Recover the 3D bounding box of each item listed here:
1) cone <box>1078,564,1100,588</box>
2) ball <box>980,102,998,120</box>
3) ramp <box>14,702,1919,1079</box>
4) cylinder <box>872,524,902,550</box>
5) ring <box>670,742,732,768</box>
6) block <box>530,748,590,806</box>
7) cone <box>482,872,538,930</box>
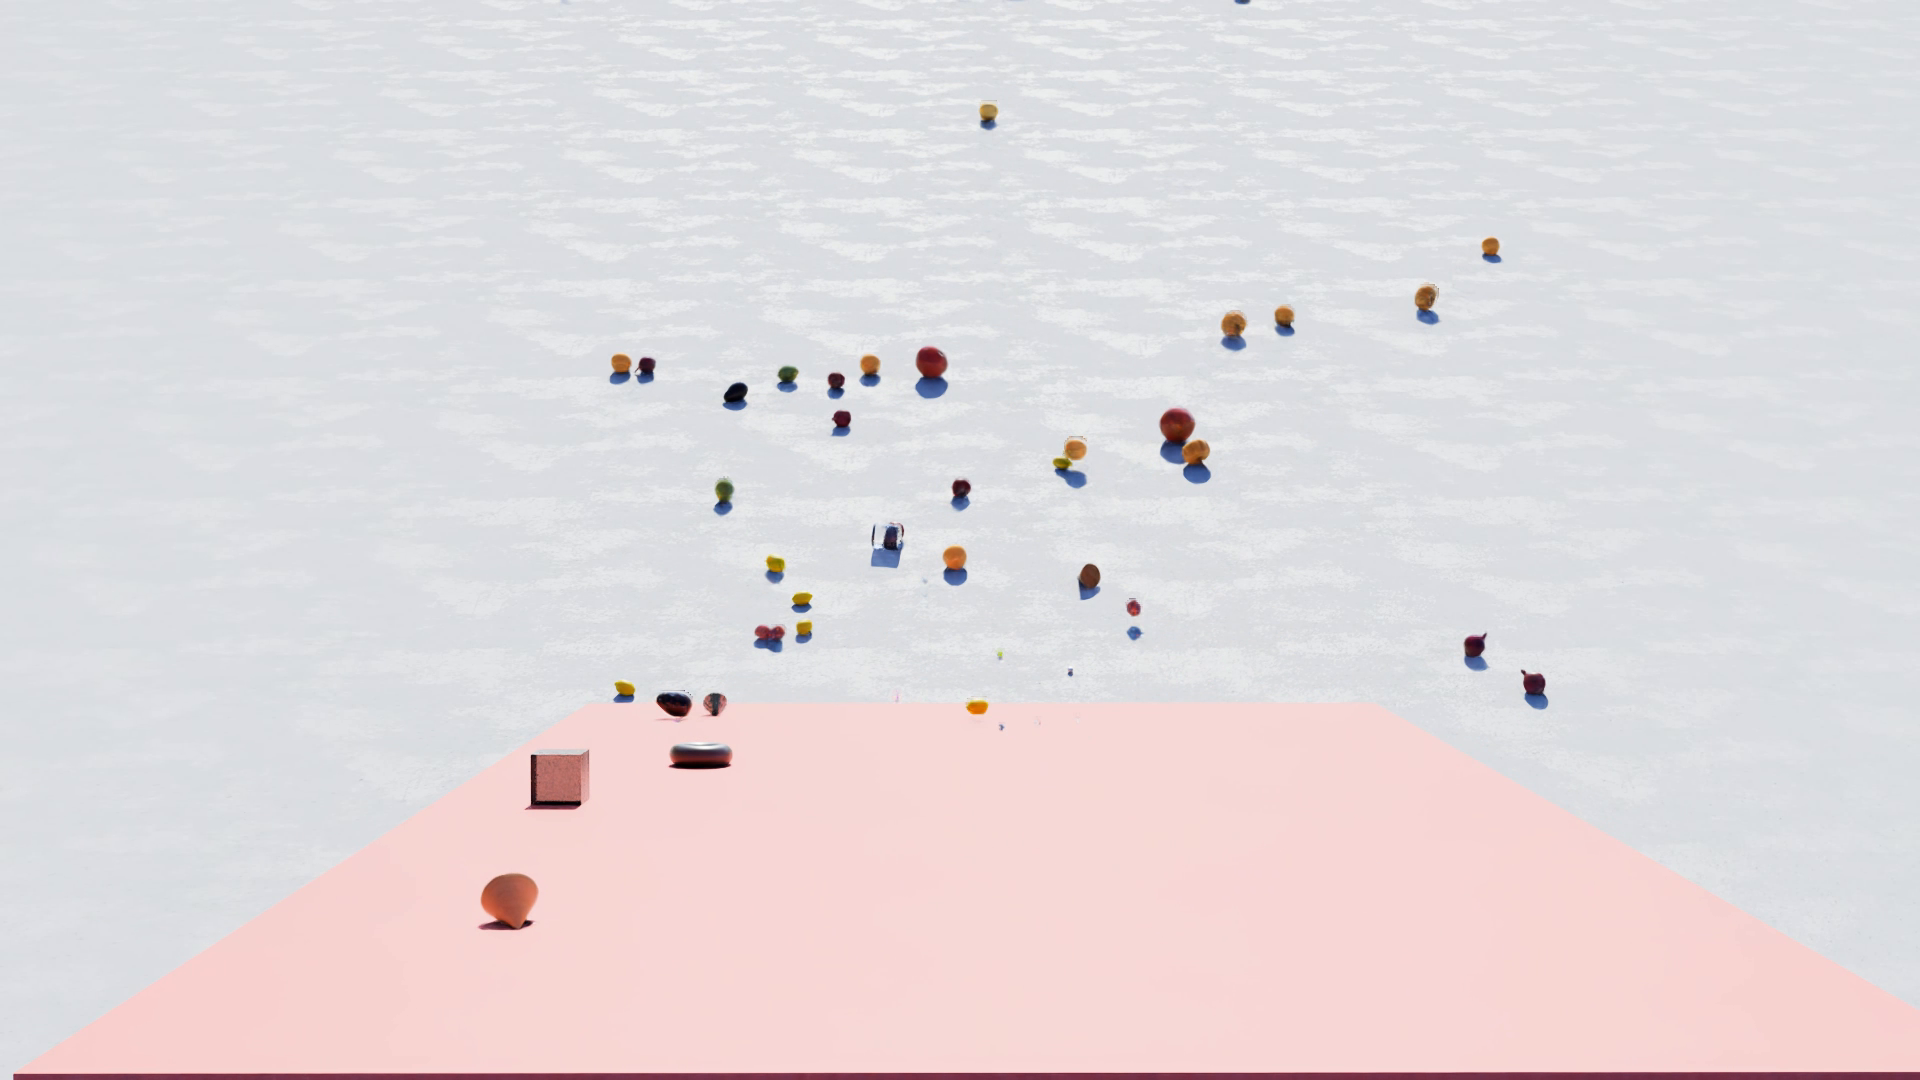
[{"bbox_3d":[0.355,0.106,7.388,0.069,0.069,0.069,-15,-2,-28],"label":"cone"},{"bbox_3d":[0.129,-1.936,11.646,0.086,0.086,0.086,0,25,0],"label":"ball"},{"bbox_3d":[0.058,0.522,4.560,2.000,0.100,4.000,0,2,0],"label":"ramp"},{"bbox_3d":[-0.216,-0.010,7.581,0.076,0.076,0.076,4,26,8],"label":"cylinder"},{"bbox_3d":[-0.522,0.433,5.200,0.129,0.043,0.129,1,1,0],"label":"ring"},{"bbox_3d":[-0.717,0.425,4.626,0.090,0.090,0.090,0,2,1],"label":"block"},{"bbox_3d":[-0.584,0.489,3.376,0.076,0.076,0.076,-8,30,-16],"label":"cone"}]
